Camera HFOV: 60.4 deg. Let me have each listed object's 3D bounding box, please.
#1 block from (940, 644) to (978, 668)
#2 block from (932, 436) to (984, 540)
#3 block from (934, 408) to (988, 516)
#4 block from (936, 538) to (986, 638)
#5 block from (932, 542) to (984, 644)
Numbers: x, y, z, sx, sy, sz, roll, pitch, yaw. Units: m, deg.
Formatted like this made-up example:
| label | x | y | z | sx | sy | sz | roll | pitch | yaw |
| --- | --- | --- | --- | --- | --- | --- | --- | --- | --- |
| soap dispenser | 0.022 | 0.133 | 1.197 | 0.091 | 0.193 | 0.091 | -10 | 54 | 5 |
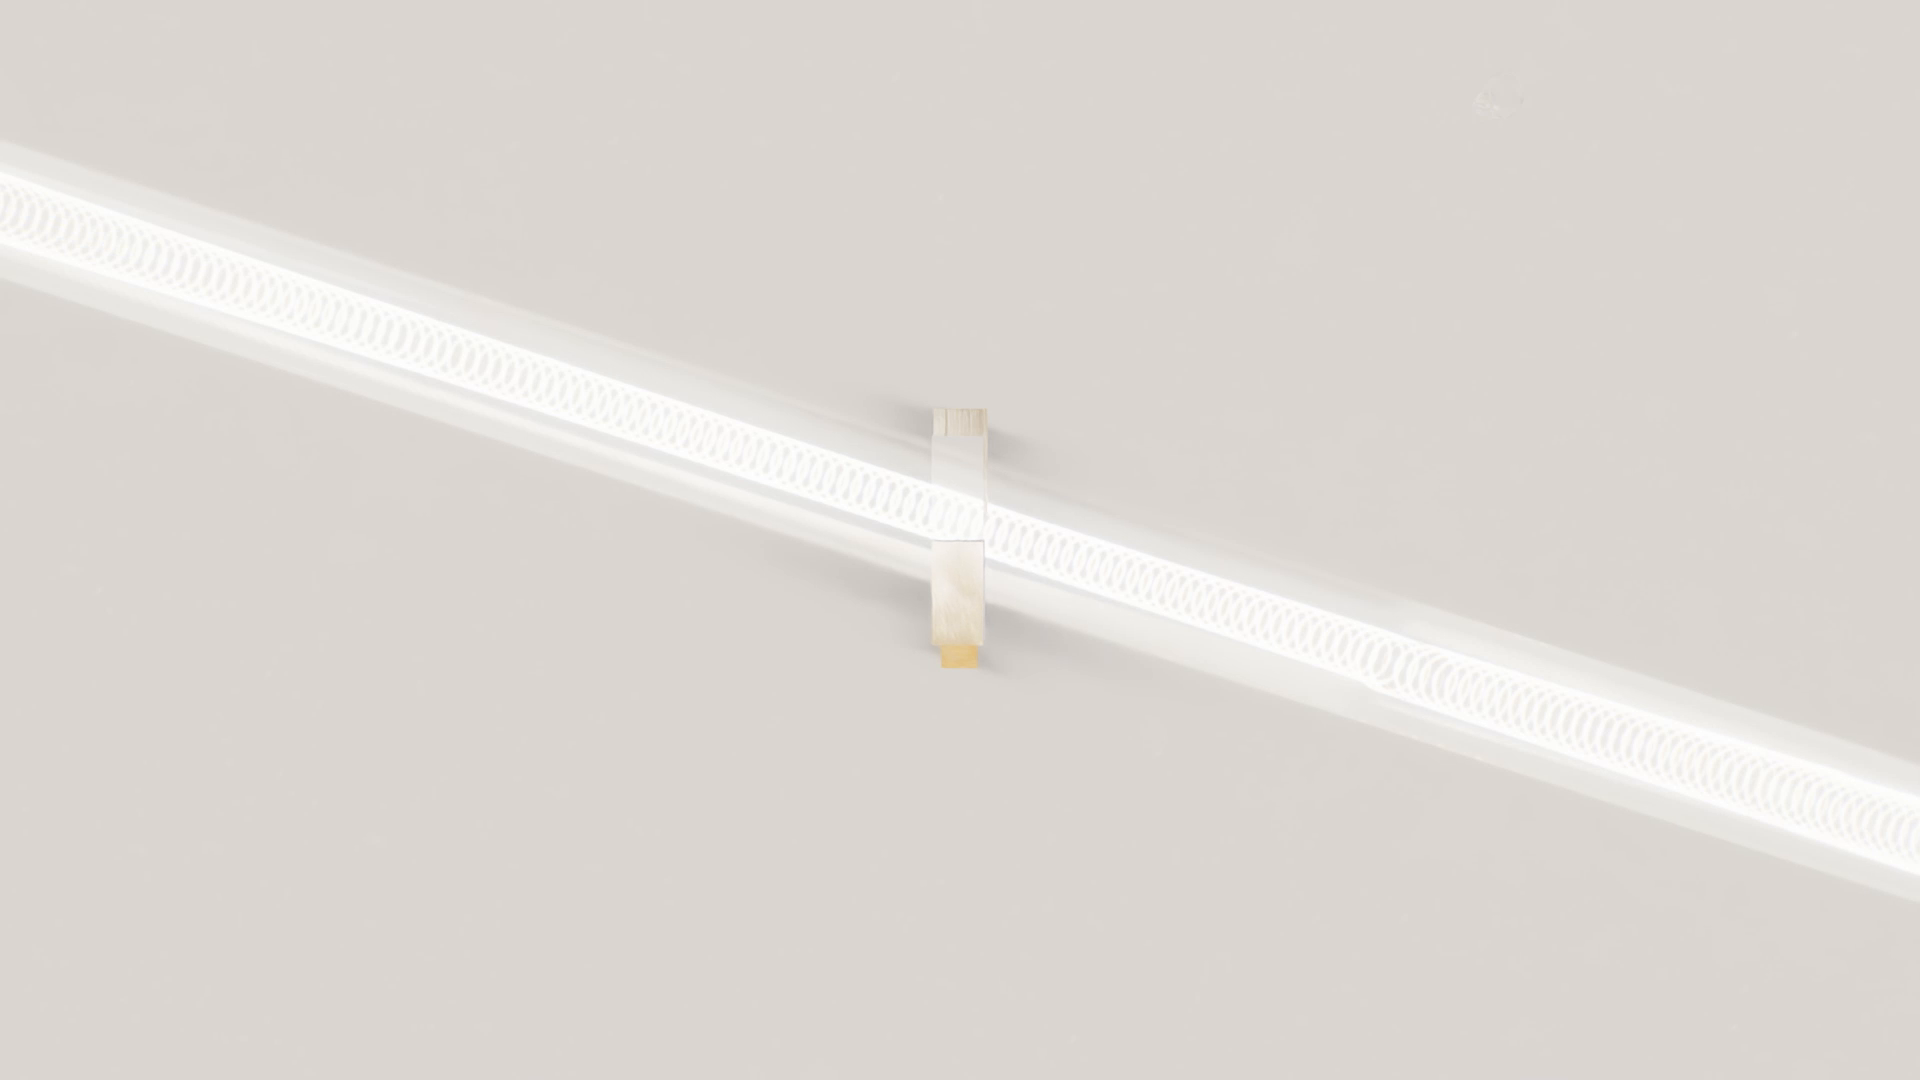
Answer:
| label | x | y | z | sx | sy | sz | roll | pitch | yaw |
| --- | --- | --- | --- | --- | --- | --- | --- | --- | --- |
| block | -0.003 | 0.291 | 5.252 | 0.116 | 0.033 | 0.231 | 0 | 90 | 0 |
| block | -0.007 | -0.145 | 4.627 | 0.144 | 0.041 | 0.289 | 0 | 90 | 0 |
| block | 0.002 | -0.240 | 5.141 | 0.167 | 0.047 | 0.335 | 0 | 90 | 0 |
| block | 0.001 | 0.145 | 4.919 | 0.148 | 0.042 | 0.296 | 0 | 90 | 0 |
| block | -0.007 | 0.148 | 4.592 | 0.143 | 0.040 | 0.285 | 0 | 90 | 0 |
